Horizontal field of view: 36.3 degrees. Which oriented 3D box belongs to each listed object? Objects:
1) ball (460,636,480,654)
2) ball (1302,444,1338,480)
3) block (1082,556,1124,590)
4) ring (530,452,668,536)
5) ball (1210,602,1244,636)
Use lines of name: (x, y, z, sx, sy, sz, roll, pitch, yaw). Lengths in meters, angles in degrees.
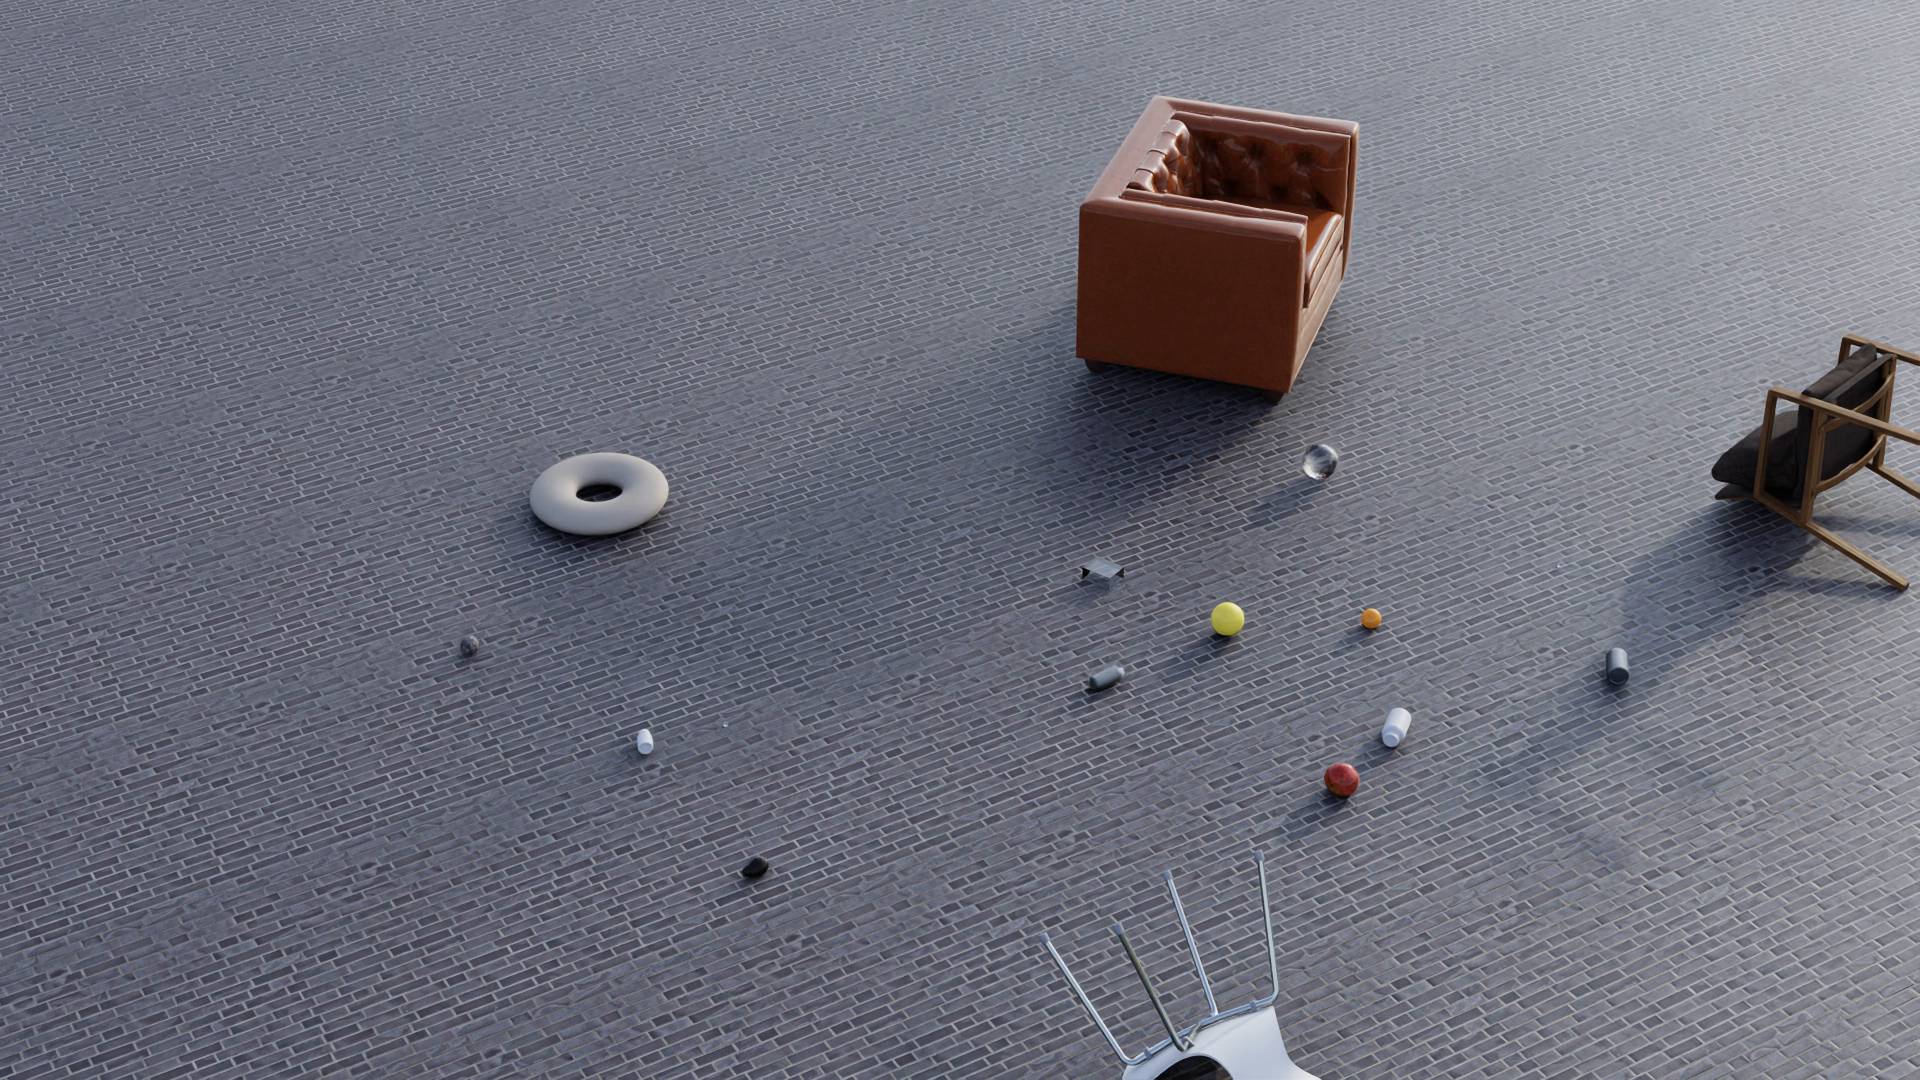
ball: (-1.727, 0.370, 10.322, 0.067, 0.067, 0.067, 0, 33, 0)
ball: (1.385, -0.301, 11.277, 0.136, 0.136, 0.136, 0, 33, 0)
block: (0.523, 0.120, 10.716, 0.120, 0.051, 0.093, 22, 40, 30)
ring: (-1.370, -0.177, 11.126, 0.529, 0.097, 0.527, 17, 37, 24)
ball: (0.950, 0.281, 10.410, 0.119, 0.119, 0.119, 0, 33, 0)
